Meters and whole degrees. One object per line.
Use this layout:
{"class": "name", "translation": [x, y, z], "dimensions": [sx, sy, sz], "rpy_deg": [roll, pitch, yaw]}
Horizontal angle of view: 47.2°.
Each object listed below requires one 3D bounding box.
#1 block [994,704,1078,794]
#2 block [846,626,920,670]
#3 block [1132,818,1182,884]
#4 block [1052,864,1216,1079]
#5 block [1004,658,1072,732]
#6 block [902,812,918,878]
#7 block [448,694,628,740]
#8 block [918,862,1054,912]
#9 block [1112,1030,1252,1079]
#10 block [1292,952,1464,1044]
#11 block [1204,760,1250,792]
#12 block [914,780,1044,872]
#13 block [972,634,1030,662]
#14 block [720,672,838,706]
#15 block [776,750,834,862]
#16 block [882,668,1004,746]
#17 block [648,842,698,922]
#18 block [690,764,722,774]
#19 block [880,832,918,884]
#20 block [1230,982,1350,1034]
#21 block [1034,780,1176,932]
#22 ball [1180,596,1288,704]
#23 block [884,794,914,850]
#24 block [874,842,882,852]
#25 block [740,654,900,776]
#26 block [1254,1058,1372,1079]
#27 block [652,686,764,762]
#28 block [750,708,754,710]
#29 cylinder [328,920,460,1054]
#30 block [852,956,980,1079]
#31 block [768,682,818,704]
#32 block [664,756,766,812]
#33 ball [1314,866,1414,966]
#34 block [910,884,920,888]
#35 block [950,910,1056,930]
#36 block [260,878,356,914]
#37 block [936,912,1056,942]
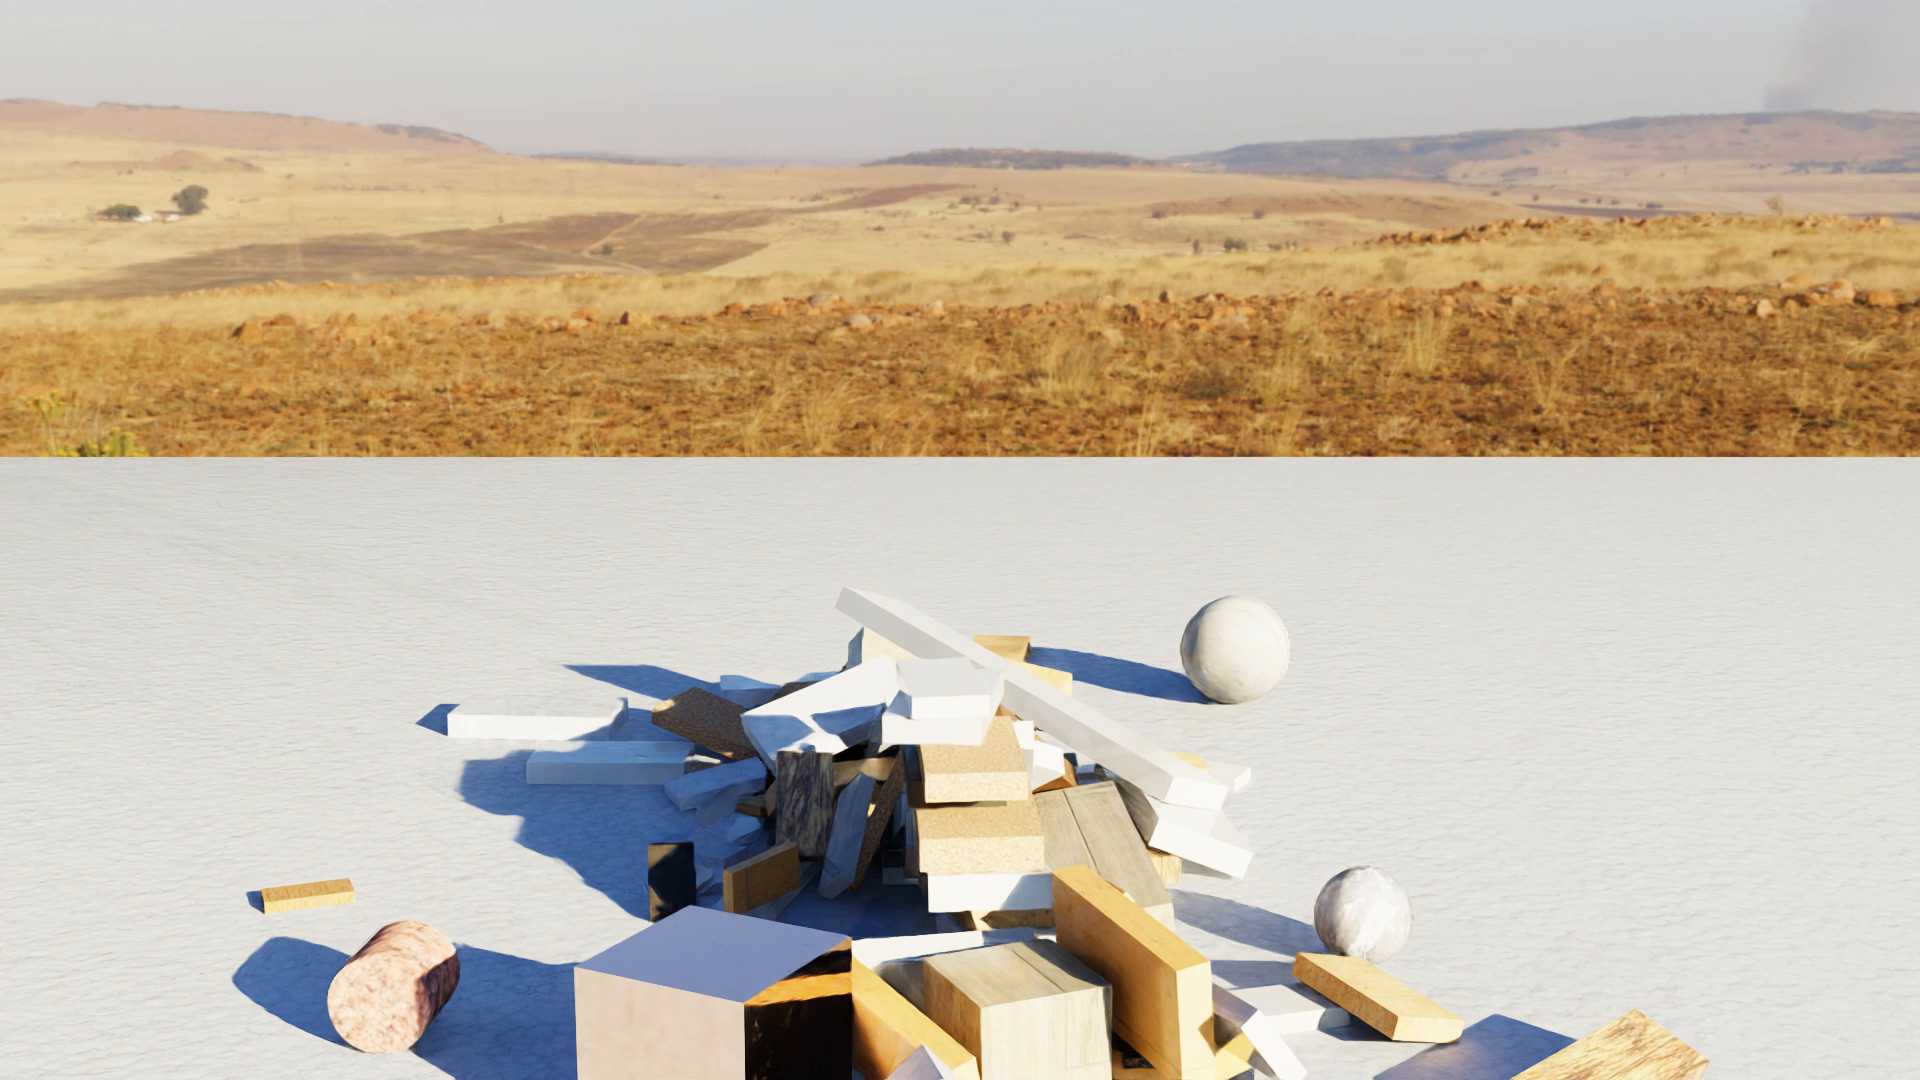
{"class": "block", "translation": [0.067, 0.390, 3.869], "dimensions": [0.165, 0.047, 0.330], "rpy_deg": [-19, -32, 18]}
{"class": "block", "translation": [-0.058, 0.314, 4.132], "dimensions": [0.346, 0.049, 0.173], "rpy_deg": [31, 31, -21]}
{"class": "block", "translation": [0.238, 0.531, 3.852], "dimensions": [0.172, 0.049, 0.344], "rpy_deg": [-3, 11, -18]}
{"class": "block", "translation": [0.222, 0.562, 2.861], "dimensions": [0.047, 0.167, 0.335], "rpy_deg": [-12, 18, -23]}
{"class": "block", "translation": [0.051, 0.288, 4.361], "dimensions": [0.307, 0.043, 0.153], "rpy_deg": [12, 31, 22]}
{"class": "block", "translation": [-0.001, 0.483, 3.475], "dimensions": [0.173, 0.049, 0.346], "rpy_deg": [-1, -17, -3]}
{"class": "block", "translation": [-0.896, 0.377, 4.683], "dimensions": [0.344, 0.049, 0.172], "rpy_deg": [1, 11, 5]}
{"class": "block", "translation": [0.033, 0.490, 3.187], "dimensions": [0.173, 0.049, 0.346], "rpy_deg": [-1, -2, -3]}
{"class": "block", "translation": [0.246, 0.675, 2.972], "dimensions": [0.151, 0.043, 0.302], "rpy_deg": [-14, 11, -34]}
{"class": "block", "translation": [0.594, 0.652, 3.139], "dimensions": [0.119, 0.034, 0.238], "rpy_deg": [10, 7, -29]}
{"class": "block", "translation": [0.464, 0.457, 4.310], "dimensions": [0.190, 0.027, 0.095], "rpy_deg": [5, 12, 26]}
{"class": "block", "translation": [0.022, 0.403, 3.219], "dimensions": [0.173, 0.049, 0.346], "rpy_deg": [-1, 11, -3]}
{"class": "block", "translation": [0.056, 0.314, 5.053], "dimensions": [0.135, 0.038, 0.680], "rpy_deg": [2, 11, 8]}
{"class": "block", "translation": [-0.401, 0.334, 4.942], "dimensions": [0.270, 0.038, 0.135], "rpy_deg": [-1, 11, -8]}
{"class": "block", "translation": [-0.263, 0.451, 3.729], "dimensions": [0.095, 0.190, 0.027], "rpy_deg": [3, -30, -11]}
{"class": "block", "translation": [-0.022, 0.251, 3.341], "dimensions": [0.144, 0.041, 0.287], "rpy_deg": [1, 11, 8]}
{"class": "block", "translation": [-0.470, 0.558, 3.590], "dimensions": [0.076, 0.021, 0.151], "rpy_deg": [-2, 40, -9]}
{"class": "block", "translation": [-0.431, 0.462, 4.287], "dimensions": [0.186, 0.026, 0.093], "rpy_deg": [0, 11, 1]}
{"class": "block", "translation": [-0.083, 0.543, 3.774], "dimensions": [0.102, 0.029, 0.204], "rpy_deg": [-1, 10, -3]}
{"class": "block", "translation": [0.443, 0.673, 3.145], "dimensions": [0.203, 0.029, 0.102], "rpy_deg": [-3, 11, -17]}
{"class": "block", "translation": [0.216, 0.527, 3.624], "dimensions": [0.172, 0.049, 0.473], "rpy_deg": [-9, 18, -5]}
{"class": "ball", "translation": [0.608, 0.245, 4.878], "dimensions": [0.238, 0.238, 0.238], "rpy_deg": [0, 11, 0]}
{"class": "block", "translation": [-0.024, 0.463, 3.606], "dimensions": [0.173, 0.049, 0.346], "rpy_deg": [0, -14, -7]}
{"class": "block", "translation": [-0.170, 0.517, 3.981], "dimensions": [0.102, 0.029, 0.204], "rpy_deg": [2, 11, 11]}
{"class": "block", "translation": [-0.227, 0.311, 3.906], "dimensions": [0.288, 0.041, 0.144], "rpy_deg": [-22, 40, -18]}
{"class": "block", "translation": [0.446, 0.735, 2.768], "dimensions": [0.151, 0.043, 0.302], "rpy_deg": [1, 11, 7]}
{"class": "block", "translation": [-0.482, 0.382, 4.500], "dimensions": [0.270, 0.038, 0.135], "rpy_deg": [19, 25, 28]}
{"class": "block", "translation": [-0.418, 0.391, 4.638], "dimensions": [0.270, 0.038, 0.135], "rpy_deg": [-6, 12, -28]}
{"class": "cylinder", "translation": [-0.792, 0.626, 3.087], "dimensions": [0.142, 0.142, 0.142], "rpy_deg": [1, 11, 4]}
{"class": "block", "translation": [-0.069, 0.657, 2.786], "dimensions": [0.043, 0.151, 0.302], "rpy_deg": [-24, 27, -26]}
{"class": "block", "translation": [-0.320, 0.340, 4.651], "dimensions": [0.135, 0.038, 0.270], "rpy_deg": [-2, 5, 4]}
{"class": "block", "translation": [-0.457, 0.463, 4.183], "dimensions": [0.190, 0.027, 0.095], "rpy_deg": [-13, 21, -22]}
{"class": "ball", "translation": [0.614, 0.573, 3.350], "dimensions": [0.149, 0.149, 0.149], "rpy_deg": [0, 11, 0]}
{"class": "block", "translation": [-0.054, 0.570, 3.744], "dimensions": [0.091, 0.013, 0.045], "rpy_deg": [-9, 14, -39]}
{"class": "block", "translation": [0.071, 0.546, 3.371], "dimensions": [0.173, 0.049, 0.346], "rpy_deg": [-1, -2, -7]}
{"class": "block", "translation": [-1.076, 0.587, 3.629], "dimensions": [0.142, 0.020, 0.071], "rpy_deg": [-4, 11, -22]}
{"class": "block", "translation": [0.078, 0.591, 3.266], "dimensions": [0.173, 0.049, 0.346], "rpy_deg": [0, -2, -10]}
